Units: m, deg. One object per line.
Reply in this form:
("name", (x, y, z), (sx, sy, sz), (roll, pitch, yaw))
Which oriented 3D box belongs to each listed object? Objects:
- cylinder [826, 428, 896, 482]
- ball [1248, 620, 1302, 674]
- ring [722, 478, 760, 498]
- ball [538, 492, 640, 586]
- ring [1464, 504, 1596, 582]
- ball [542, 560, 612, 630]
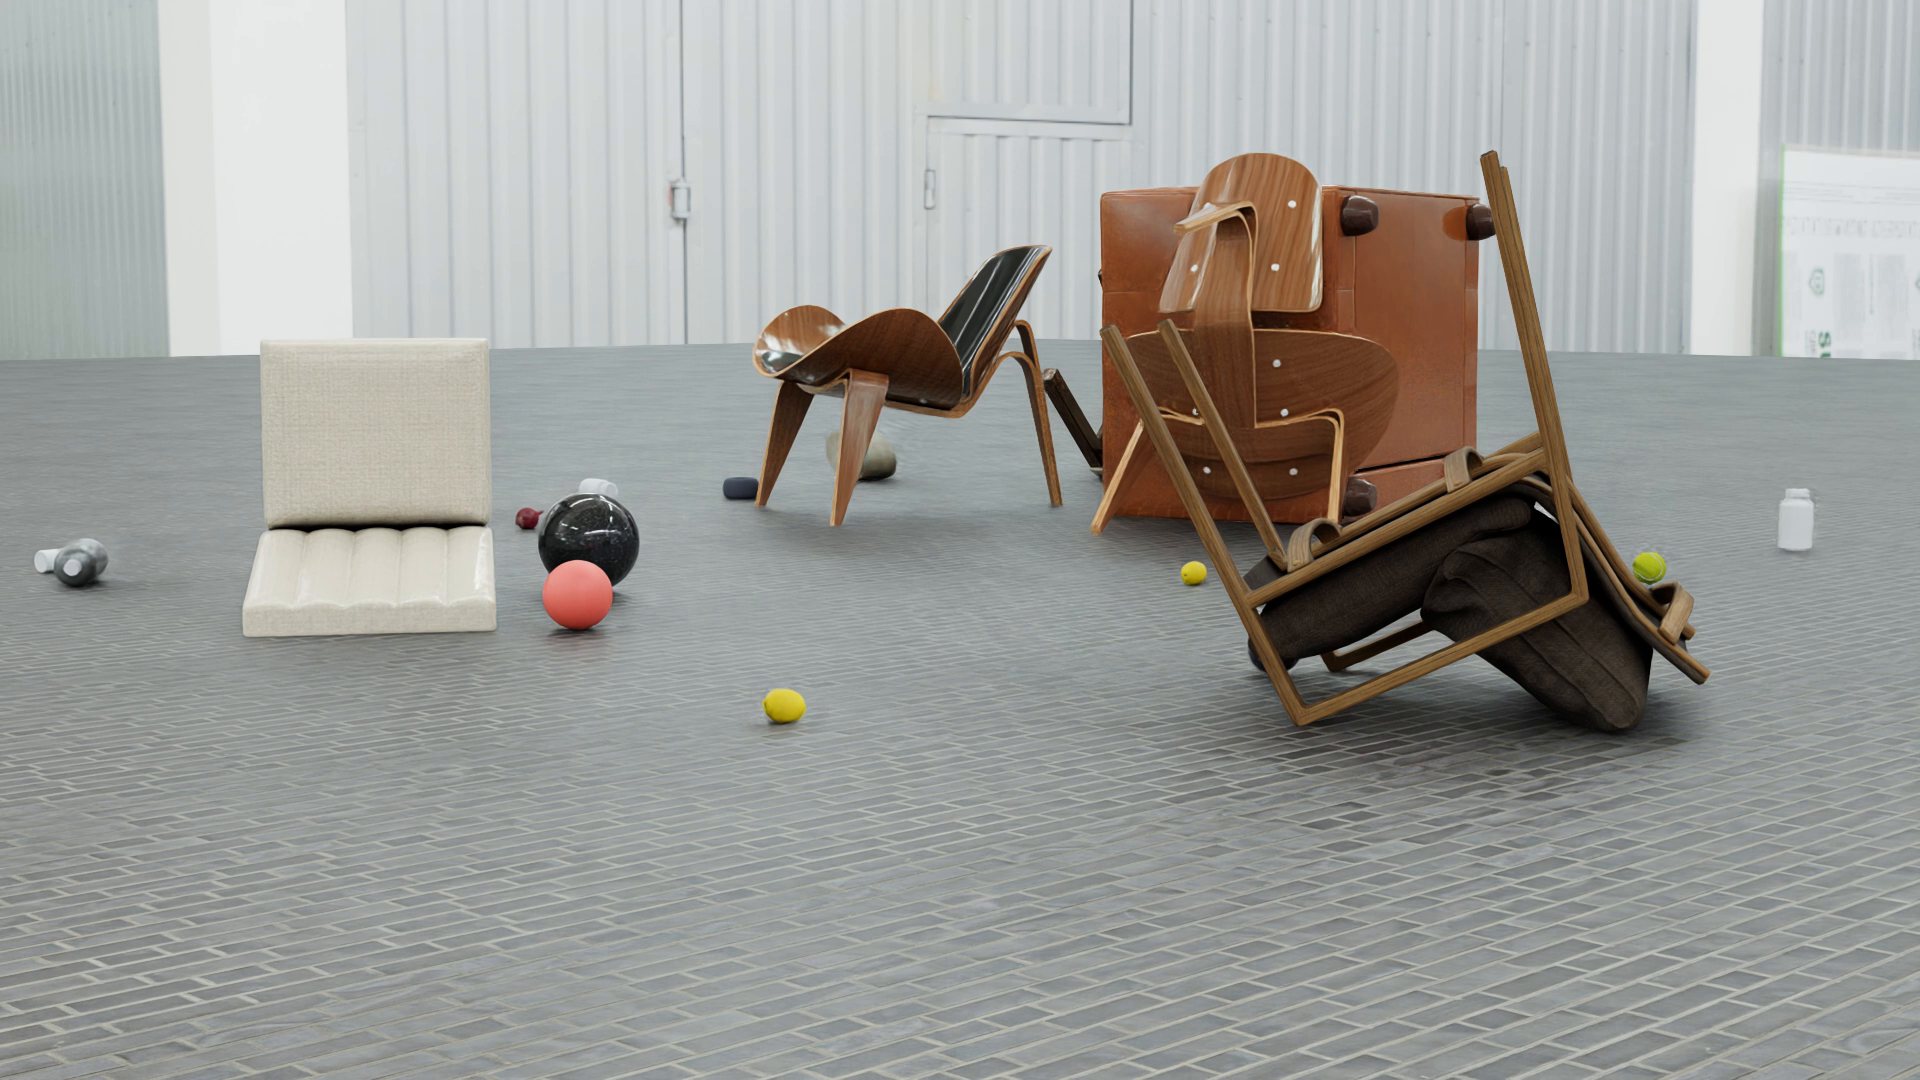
("cylinder", (-0.320, -0.277, 8.332), (0.122, 0.186, 0.180), (-47, -21, 28))
("ball", (0.522, 0.177, 4.249), (0.091, 0.091, 0.091), (0, 6, 0))
("ring", (-0.651, -0.154, 7.629), (0.124, 0.059, 0.098), (4, 9, 42))
("ball", (-0.772, 0.004, 5.340), (0.212, 0.212, 0.212), (0, 6, 0))
("ring", (1.254, 0.006, 5.651), (0.280, 0.145, 0.314), (0, 7, -11))
("ball", (-0.713, 0.102, 4.786), (0.130, 0.130, 0.130), (0, 6, 0))
